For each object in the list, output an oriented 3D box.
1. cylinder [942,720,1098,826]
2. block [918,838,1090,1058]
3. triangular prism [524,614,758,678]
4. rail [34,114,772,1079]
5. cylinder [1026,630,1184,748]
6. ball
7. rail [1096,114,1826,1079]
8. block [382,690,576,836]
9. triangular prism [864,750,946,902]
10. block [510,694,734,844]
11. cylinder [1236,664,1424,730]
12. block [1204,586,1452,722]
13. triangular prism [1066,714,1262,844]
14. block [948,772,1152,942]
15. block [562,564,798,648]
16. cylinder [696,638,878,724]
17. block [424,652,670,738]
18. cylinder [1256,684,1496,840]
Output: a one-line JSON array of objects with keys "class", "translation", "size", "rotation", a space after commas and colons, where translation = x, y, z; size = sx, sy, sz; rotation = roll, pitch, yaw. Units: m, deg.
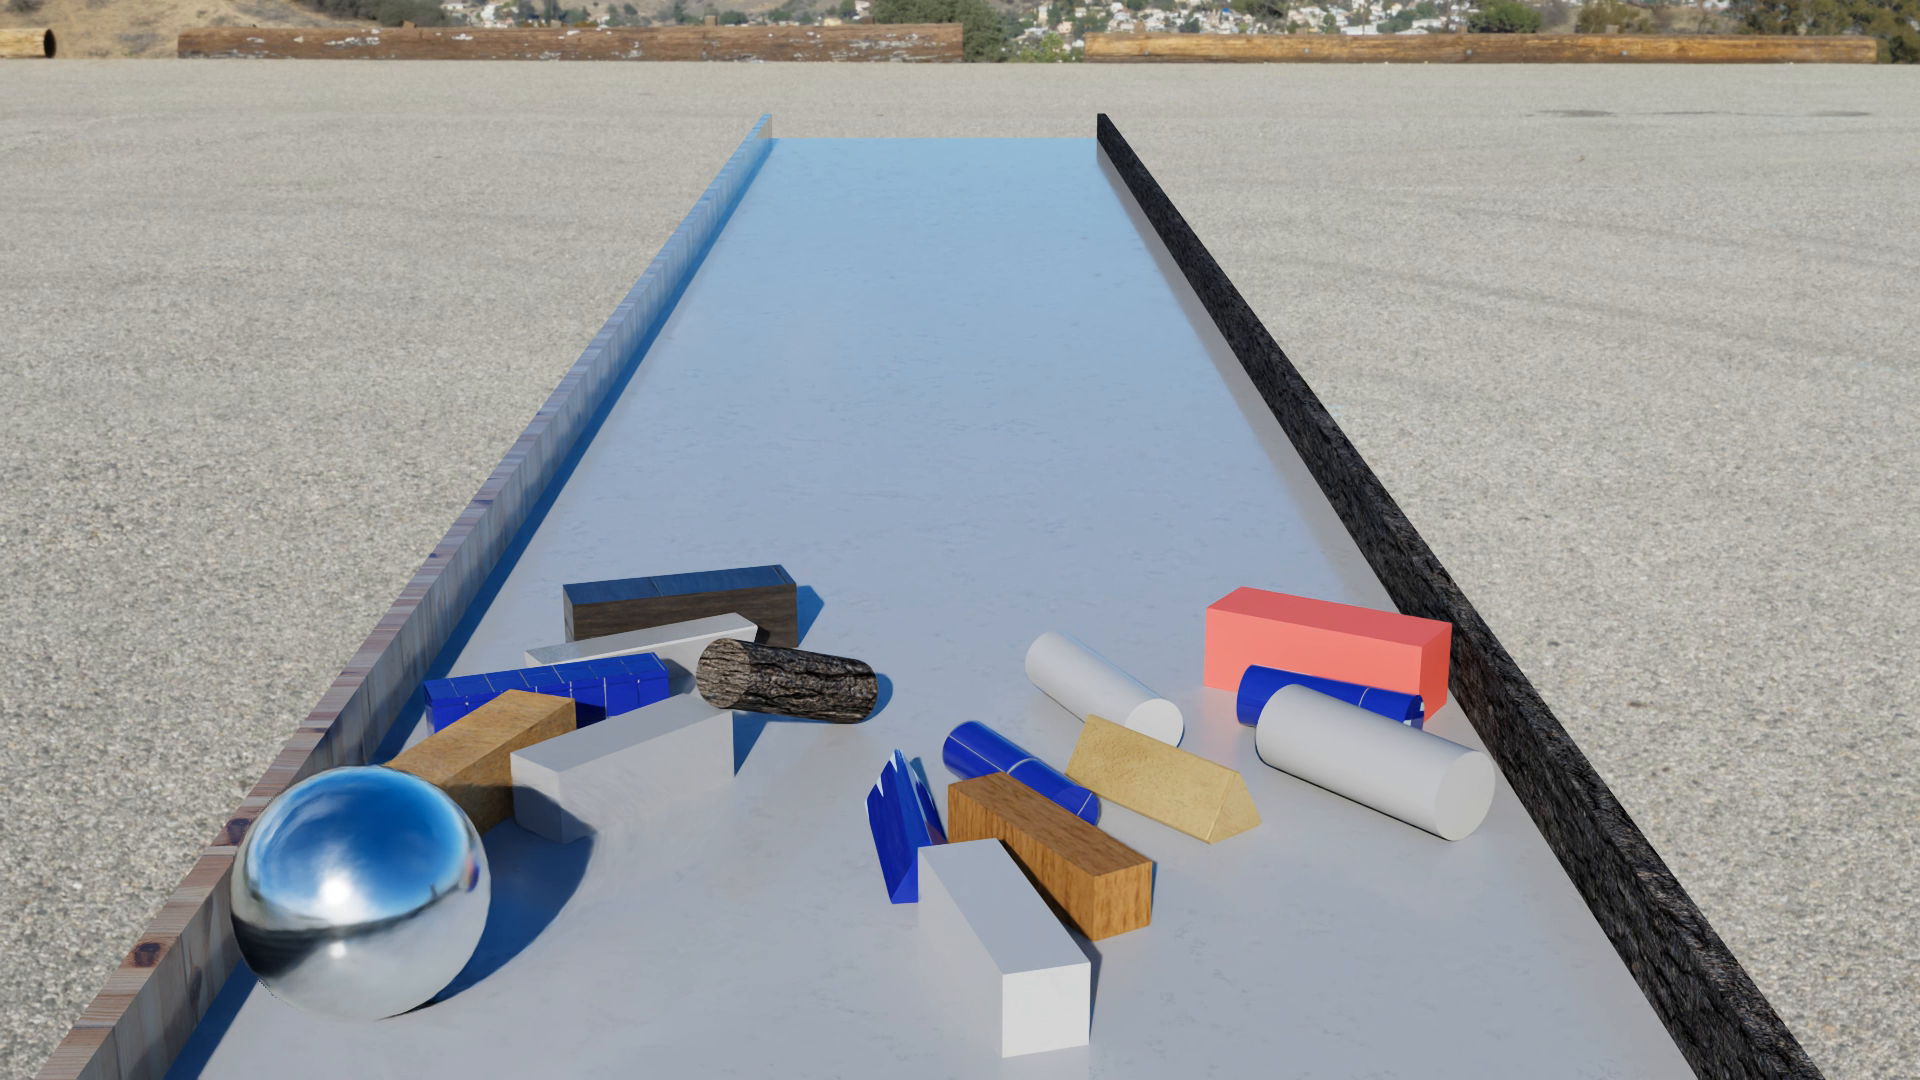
[{"class": "cylinder", "translation": [0.096, 0.405, 3.684], "size": [0.104, 0.104, 0.336], "rotation": [-9, 19, -28]}, {"class": "block", "translation": [0.055, 0.567, 3.107], "size": [0.122, 0.122, 0.416], "rotation": [-5, 17, -16]}, {"class": "triangular prism", "translation": [-0.609, 0.217, 4.265], "size": [0.444, 0.103, 0.089], "rotation": [-10, -12, -30]}, {"class": "rail", "translation": [-1.118, -0.838, 7.780], "size": [0.050, 0.150, 12.000], "rotation": [0, 17, -1]}, {"class": "cylinder", "translation": [0.261, 0.284, 4.060], "size": [0.121, 0.121, 0.407], "rotation": [-7, 18, -22]}, {"class": "ball", "translation": [-0.817, 0.481, 3.003], "size": [0.346, 0.346, 0.346], "rotation": [0, 17, 0]}, {"class": "rail", "translation": [0.932, -0.844, 7.801], "size": [0.050, 0.150, 12.000], "rotation": [0, 17, -1]}, {"class": "block", "translation": [-0.814, 0.392, 3.679], "size": [0.132, 0.132, 0.444], "rotation": [6, 18, 20]}, {"class": "triangular prism", "translation": [-0.077, 0.451, 3.529], "size": [0.114, 0.099, 0.378], "rotation": [-2, 17, -8]}, {"class": "block", "translation": [-0.566, 0.382, 3.720], "size": [0.127, 0.127, 0.375], "rotation": [14, 22, 40]}, {"class": "cylinder", "translation": [0.670, 0.308, 3.990], "size": [0.316, 0.115, 0.115], "rotation": [10, 19, 30]}, {"class": "block", "translation": [0.700, 0.220, 4.206], "size": [0.433, 0.160, 0.160], "rotation": [10, 19, 30]}, {"class": "triangular prism", "translation": [0.339, 0.391, 3.712], "size": [0.124, 0.107, 0.346], "rotation": [-13, 21, -39]}, {"class": "block", "translation": [0.133, 0.485, 3.413], "size": [0.105, 0.105, 0.407], "rotation": [-10, 19, -30]}, {"class": "block", "translation": [-0.567, 0.155, 4.464], "size": [0.452, 0.138, 0.138], "rotation": [-5, 17, -17]}, {"class": "cylinder", "translation": [-0.304, 0.255, 3.932], "size": [0.120, 0.120, 0.374], "rotation": [12, -1, 35]}, {"class": "block", "translation": [-0.758, 0.298, 4.044], "size": [0.429, 0.104, 0.104], "rotation": [-7, 18, -21]}, {"class": "cylinder", "translation": [0.696, 0.371, 3.714], "size": [0.152, 0.152, 0.397], "rotation": [-13, 21, -36]}]
